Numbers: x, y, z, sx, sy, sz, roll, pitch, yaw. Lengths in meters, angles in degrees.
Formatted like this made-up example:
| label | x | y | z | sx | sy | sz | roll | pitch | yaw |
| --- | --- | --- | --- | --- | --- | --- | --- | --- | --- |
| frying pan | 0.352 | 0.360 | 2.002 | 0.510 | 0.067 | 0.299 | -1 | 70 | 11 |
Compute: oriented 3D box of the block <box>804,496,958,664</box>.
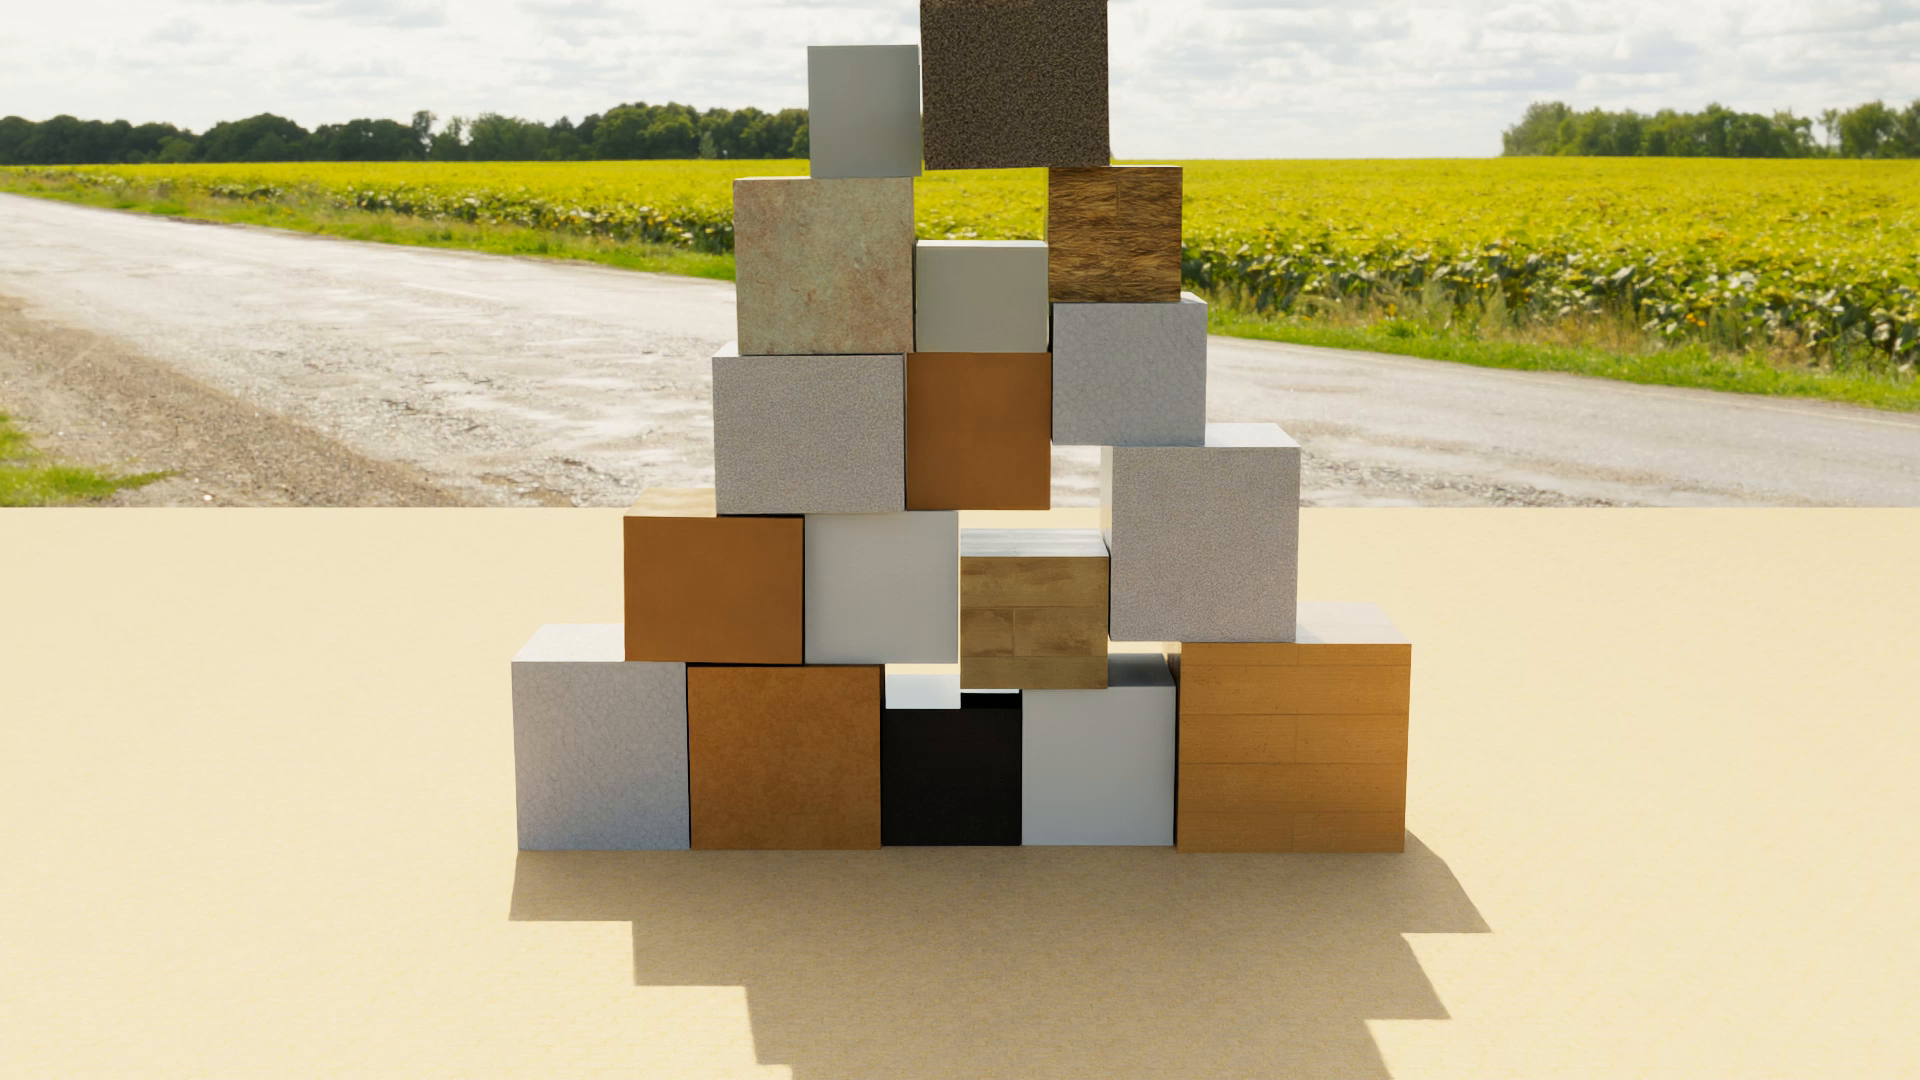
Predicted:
| label | x | y | z | sx | sy | sz | roll | pitch | yaw |
| --- | --- | --- | --- | --- | --- | --- | --- | --- | --- |
| block | -0.388 | 0.174 | 11.208 | 0.761 | 0.768 | 0.708 | 0 | 10 | 0 |

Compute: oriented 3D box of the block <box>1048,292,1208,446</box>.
| label | x | y | z | sx | sy | sz | roll | pitch | yaw |
| --- | --- | --- | --- | --- | --- | --- | --- | --- | --- |
| block | 0.821 | -0.871 | 11.034 | 0.742 | 0.689 | 0.809 | 0 | 10 | 0 |

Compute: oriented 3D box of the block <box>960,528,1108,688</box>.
| label | x | y | z | sx | sy | sz | roll | pitch | yaw |
| --- | --- | --- | --- | --- | --- | --- | --- | --- | --- |
| block | 0.366 | 0.339 | 11.226 | 0.729 | 0.669 | 0.790 | 0 | 10 | 0 |

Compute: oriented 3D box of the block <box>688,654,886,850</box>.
| label | x | y | z | sx | sy | sz | roll | pitch | yaw |
| --- | --- | --- | --- | --- | --- | --- | --- | --- | --- |
| block | -0.872 | 1.014 | 11.363 | 0.948 | 0.940 | 0.863 | 0 | 10 | 0 |

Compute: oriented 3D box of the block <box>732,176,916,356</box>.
| label | x | y | z | sx | sy | sz | roll | pitch | yaw |
| --- | --- | --- | --- | --- | --- | --- | --- | --- | --- |
| block | -0.654 | -1.381 | 10.947 | 0.847 | 0.839 | 0.816 | -1 | 10 | 0 |

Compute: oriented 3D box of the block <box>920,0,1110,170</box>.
| label | x | y | z | sx | sy | sz | roll | pitch | yaw |
| --- | --- | --- | --- | --- | --- | --- | --- | --- | --- |
| block | 0.259 | -2.262 | 10.753 | 0.879 | 0.865 | 0.843 | -1 | 10 | 0 |

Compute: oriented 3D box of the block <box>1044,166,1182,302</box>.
| label | x | y | z | sx | sy | sz | roll | pitch | yaw |
| --- | --- | --- | --- | --- | --- | --- | --- | --- | --- |
| block | 0.747 | -1.526 | 10.906 | 0.645 | 0.647 | 0.607 | 0 | 10 | 0 |

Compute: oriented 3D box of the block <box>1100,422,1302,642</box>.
| label | x | y | z | sx | sy | sz | roll | pitch | yaw |
| --- | --- | --- | --- | --- | --- | --- | --- | --- | --- |
| block | 1.196 | -0.057 | 11.182 | 0.913 | 0.967 | 0.911 | 0 | 10 | 0 |

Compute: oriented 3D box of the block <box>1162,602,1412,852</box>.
| label | x | y | z | sx | sy | sz | roll | pitch | yaw |
| --- | --- | --- | --- | --- | --- | --- | --- | --- | --- |
| block | 1.651 | 0.946 | 11.370 | 1.131 | 1.071 | 0.994 | 0 | 10 | 0 |

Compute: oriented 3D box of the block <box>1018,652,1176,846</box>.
| label | x | y | z | sx | sy | sz | roll | pitch | yaw |
| --- | --- | --- | --- | --- | --- | --- | --- | --- | --- |
| block | 0.694 | 1.070 | 11.379 | 0.763 | 0.824 | 0.732 | 0 | 10 | 0 |

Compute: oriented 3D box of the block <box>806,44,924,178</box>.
| label | x | y | z | sx | sy | sz | roll | pitch | yaw |
| --- | --- | --- | --- | --- | --- | --- | --- | --- | --- |
| block | -0.457 | -2.100 | 10.794 | 0.539 | 0.624 | 0.512 | -1 | 10 | 0 |

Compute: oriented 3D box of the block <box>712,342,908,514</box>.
| label | x | y | z | sx | sy | sz | roll | pitch | yaw |
| --- | --- | --- | --- | --- | --- | --- | --- | --- | --- |
| block | -0.733 | -0.581 | 11.058 | 0.920 | 0.768 | 0.815 | 0 | 10 | 0 |

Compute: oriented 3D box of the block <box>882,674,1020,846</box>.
| label | x | y | z | sx | sy | sz | roll | pitch | yaw |
| --- | --- | --- | --- | --- | --- | --- | --- | --- | --- |
| block | -0.043 | 1.127 | 11.372 | 0.690 | 0.714 | 0.713 | 0 | 10 | 0 |

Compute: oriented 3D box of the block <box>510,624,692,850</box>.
| label | x | y | z | sx | sy | sz | roll | pitch | yaw |
| --- | --- | --- | --- | --- | --- | --- | --- | --- | --- |
| block | -1.786 | 0.999 | 11.358 | 0.861 | 0.970 | 0.859 | 0 | 10 | 0 |

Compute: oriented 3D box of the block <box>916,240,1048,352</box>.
| label | x | y | z | sx | sy | sz | roll | pitch | yaw |
| --- | --- | --- | --- | --- | --- | --- | --- | --- | --- |
| block | 0.107 | -1.219 | 10.950 | 0.633 | 0.511 | 0.631 | 0 | 10 | 0 |

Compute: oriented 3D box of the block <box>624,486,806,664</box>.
| label | x | y | z | sx | sy | sz | roll | pitch | yaw |
| --- | --- | --- | --- | --- | --- | --- | --- | --- | --- |
| block | -1.210 | 0.165 | 11.218 | 0.873 | 0.726 | 0.909 | 1 | 10 | 0 |

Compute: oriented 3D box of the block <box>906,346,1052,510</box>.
| label | x | y | z | sx | sy | sz | roll | pitch | yaw |
| --- | --- | --- | --- | --- | --- | --- | --- | --- | --- |
| block | 0.093 | -0.590 | 11.092 | 0.706 | 0.779 | 0.672 | 0 | 10 | 0 |
